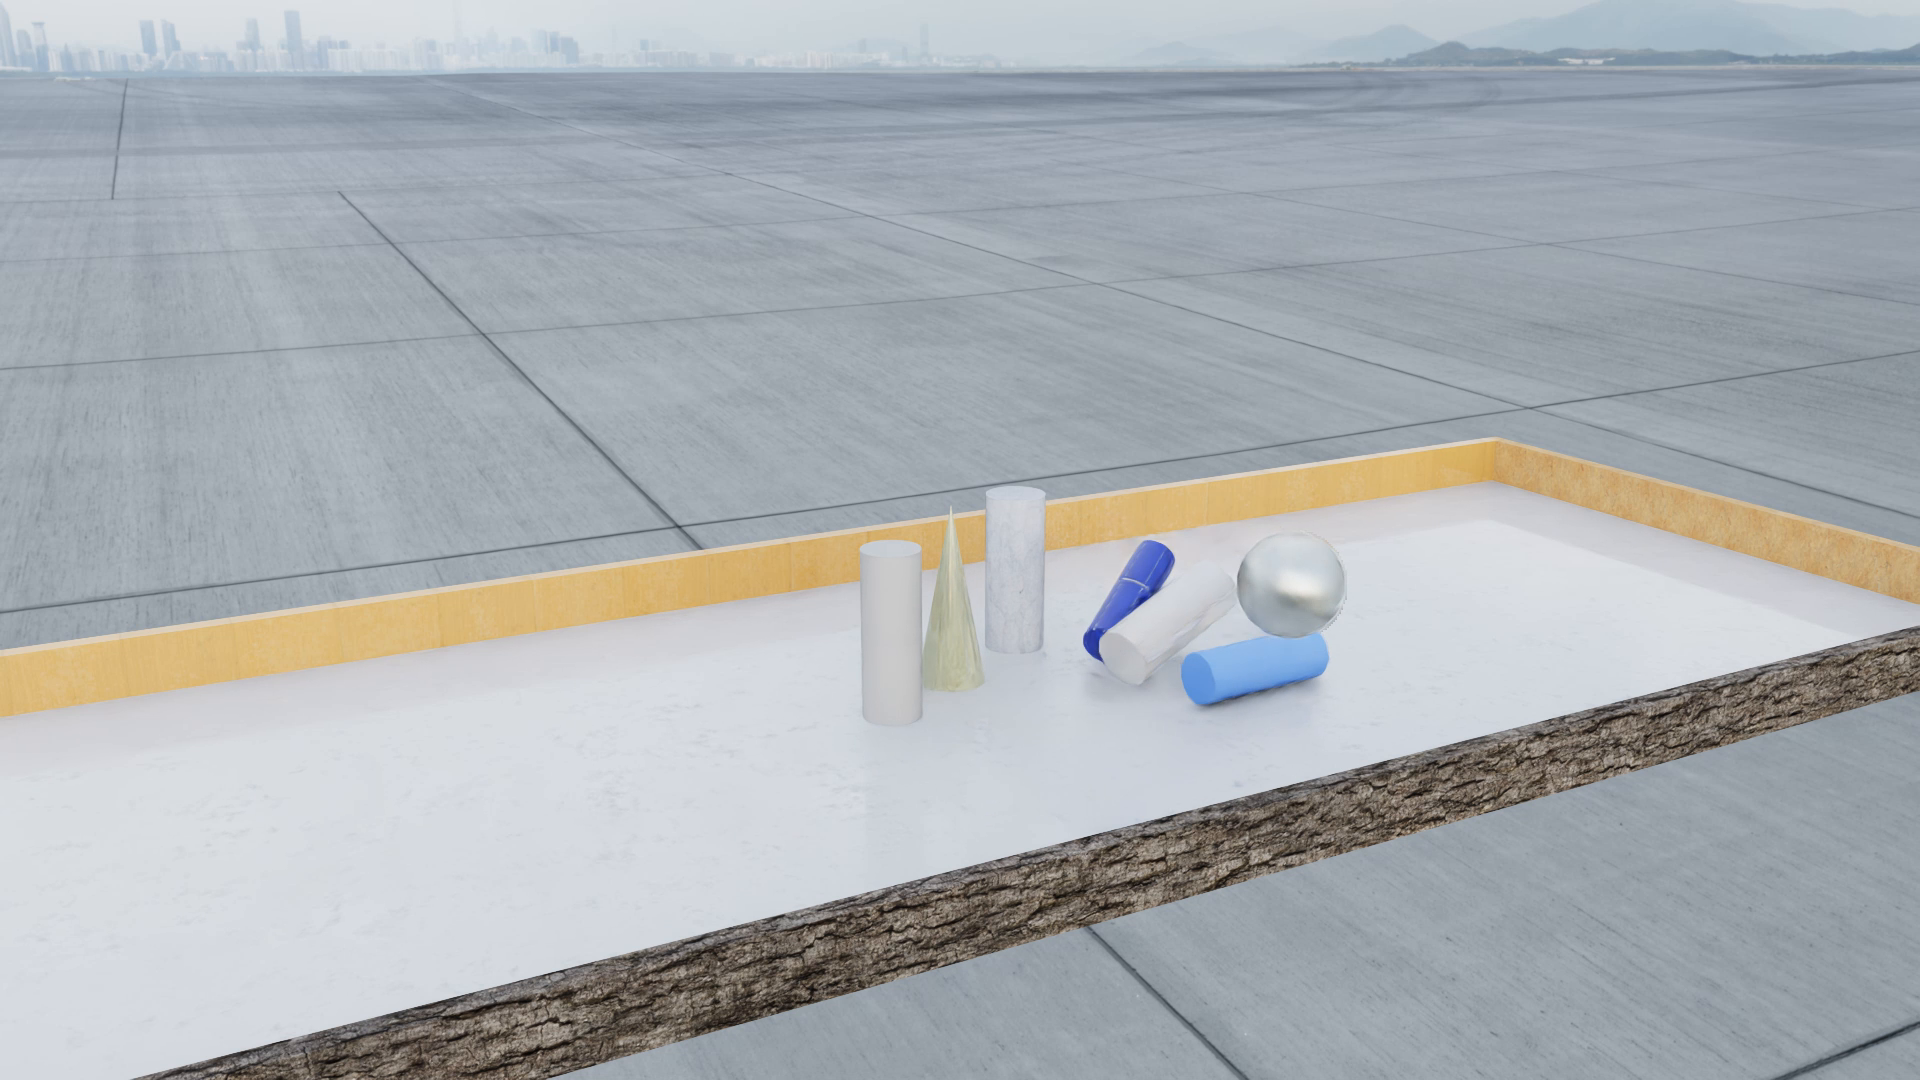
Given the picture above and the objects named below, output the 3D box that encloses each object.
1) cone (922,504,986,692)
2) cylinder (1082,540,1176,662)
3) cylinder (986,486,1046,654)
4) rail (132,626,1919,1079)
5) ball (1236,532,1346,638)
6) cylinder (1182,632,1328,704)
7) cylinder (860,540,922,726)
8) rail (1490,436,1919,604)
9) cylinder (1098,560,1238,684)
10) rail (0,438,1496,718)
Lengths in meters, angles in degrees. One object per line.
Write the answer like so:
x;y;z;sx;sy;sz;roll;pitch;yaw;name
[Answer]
-0.022;0.133;4.094;0.173;0.456;0.173;0;16;0;cone
0.449;0.159;4.358;0.114;0.114;0.367;9;43;28;cylinder
0.145;0.079;4.348;0.156;0.416;0.156;0;16;0;cylinder
-2.336;1.006;1.665;12.000;0.150;0.050;-9;18;-27;rail
0.750;0.102;3.743;0.243;0.243;0.243;0;16;0;ball
0.730;0.309;4.075;0.363;0.128;0.128;-10;19;-30;cylinder
-0.161;0.218;3.878;0.144;0.414;0.144;0;16;0;cylinder
2.466;-0.048;5.253;0.050;0.150;2.100;-9;18;-27;rail
0.532;0.207;4.199;0.373;0.152;0.152;-34;34;-33;cylinder
-3.305;0.497;3.399;12.000;0.150;0.050;-9;18;-27;rail
